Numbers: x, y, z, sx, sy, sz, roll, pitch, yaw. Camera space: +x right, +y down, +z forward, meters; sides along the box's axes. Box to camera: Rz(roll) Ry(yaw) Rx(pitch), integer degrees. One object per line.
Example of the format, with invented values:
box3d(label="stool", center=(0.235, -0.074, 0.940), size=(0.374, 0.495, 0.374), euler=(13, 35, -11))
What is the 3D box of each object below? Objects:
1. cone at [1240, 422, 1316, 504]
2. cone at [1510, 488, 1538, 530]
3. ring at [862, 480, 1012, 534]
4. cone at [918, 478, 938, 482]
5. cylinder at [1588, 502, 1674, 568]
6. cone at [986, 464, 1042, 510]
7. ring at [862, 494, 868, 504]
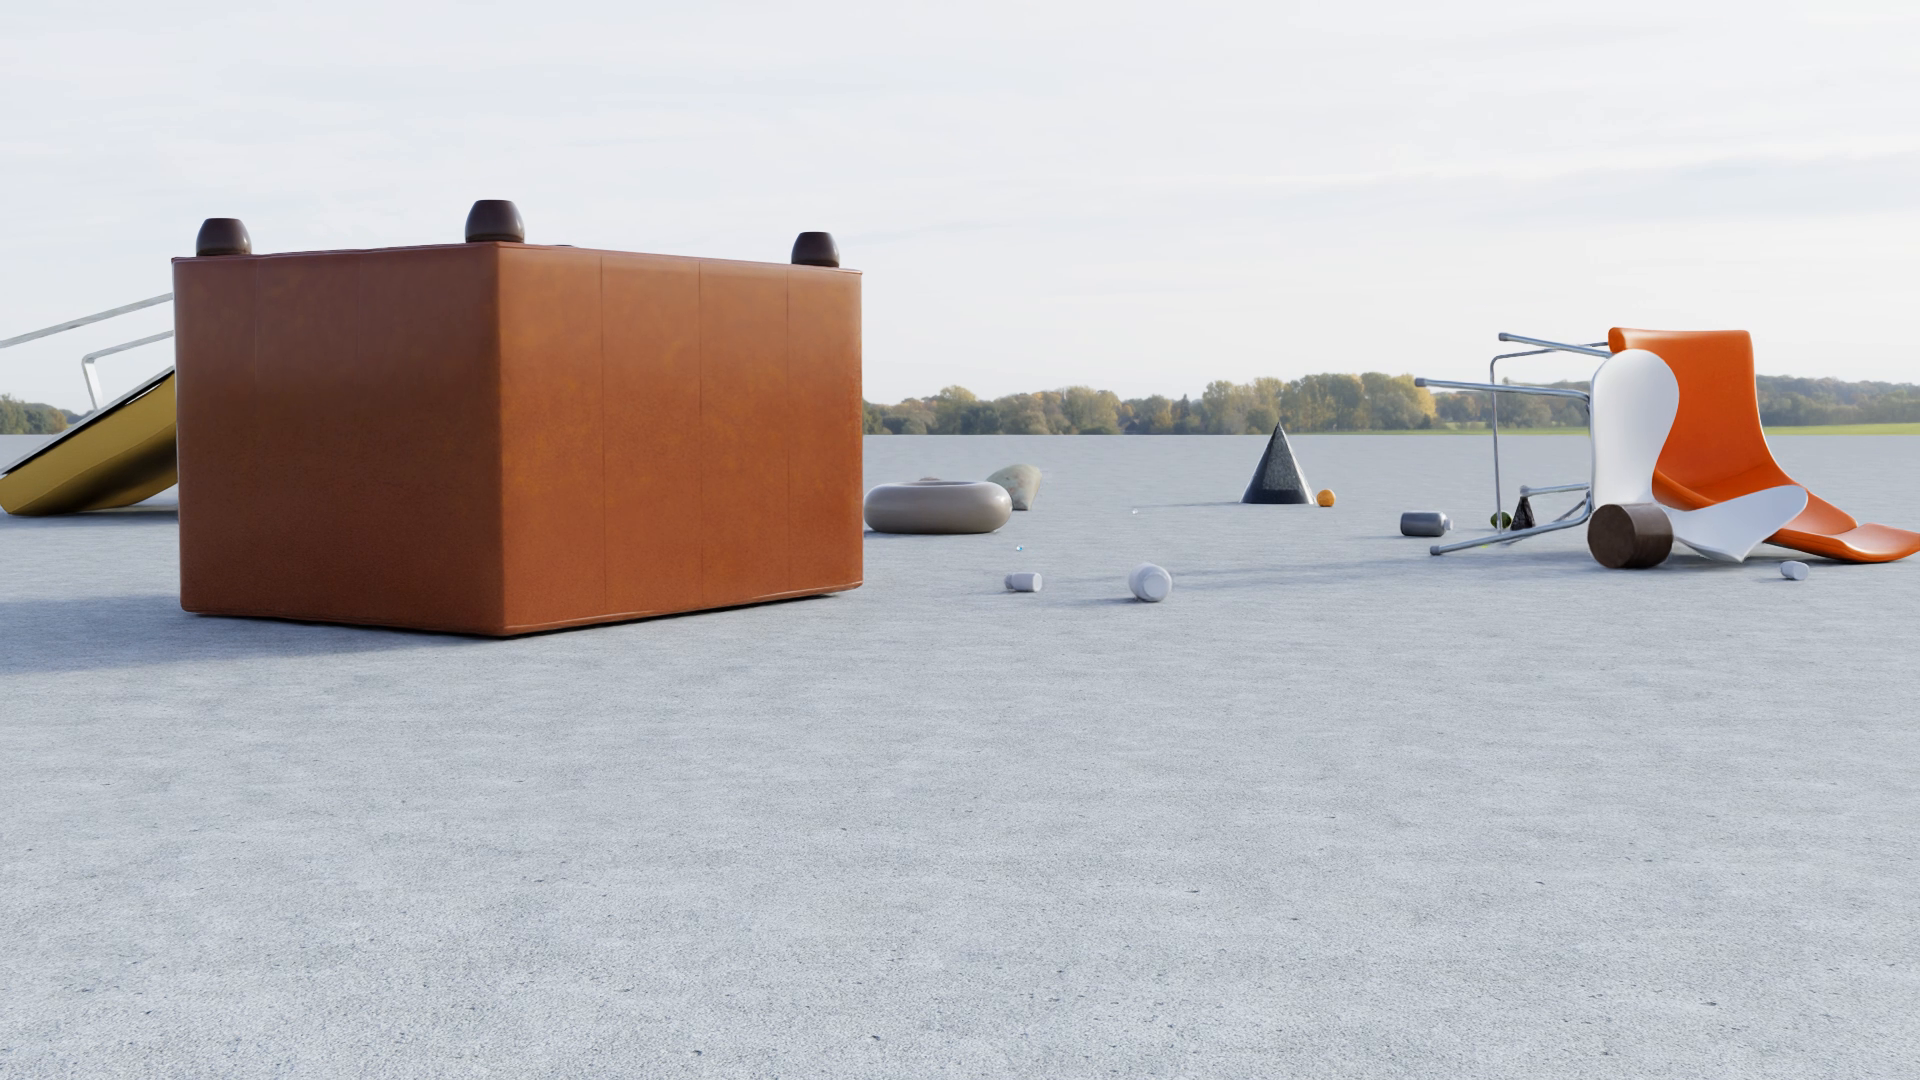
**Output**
box3d(label="cone", center=(1.262, -0.311, 8.719), size=(0.303, 0.323, 0.326), euler=(2, 4, 28))
box3d(label="cone", center=(1.802, -0.104, 7.027), size=(0.074, 0.142, 0.092), euler=(-3, 5, -39))
box3d(label="ring", center=(-0.073, -0.102, 6.933), size=(0.479, 0.154, 0.385), euler=(-1, 5, 7))
box3d(label="cone", center=(-0.148, -0.123, 7.829), size=(0.192, 0.140, 0.201), euler=(20, -30, -35))
box3d(label="cylinder", center=(1.685, -0.012, 5.527), size=(0.132, 0.162, 0.158), euler=(-2, -25, -29))
box3d(label="cone", center=(0.220, -0.154, 8.160), size=(0.262, 0.200, 0.157), euler=(-15, 43, -19))
box3d(label="ring", center=(-0.178, -0.141, 8.138), size=(0.389, 0.066, 0.314), euler=(-1, 5, -24))
